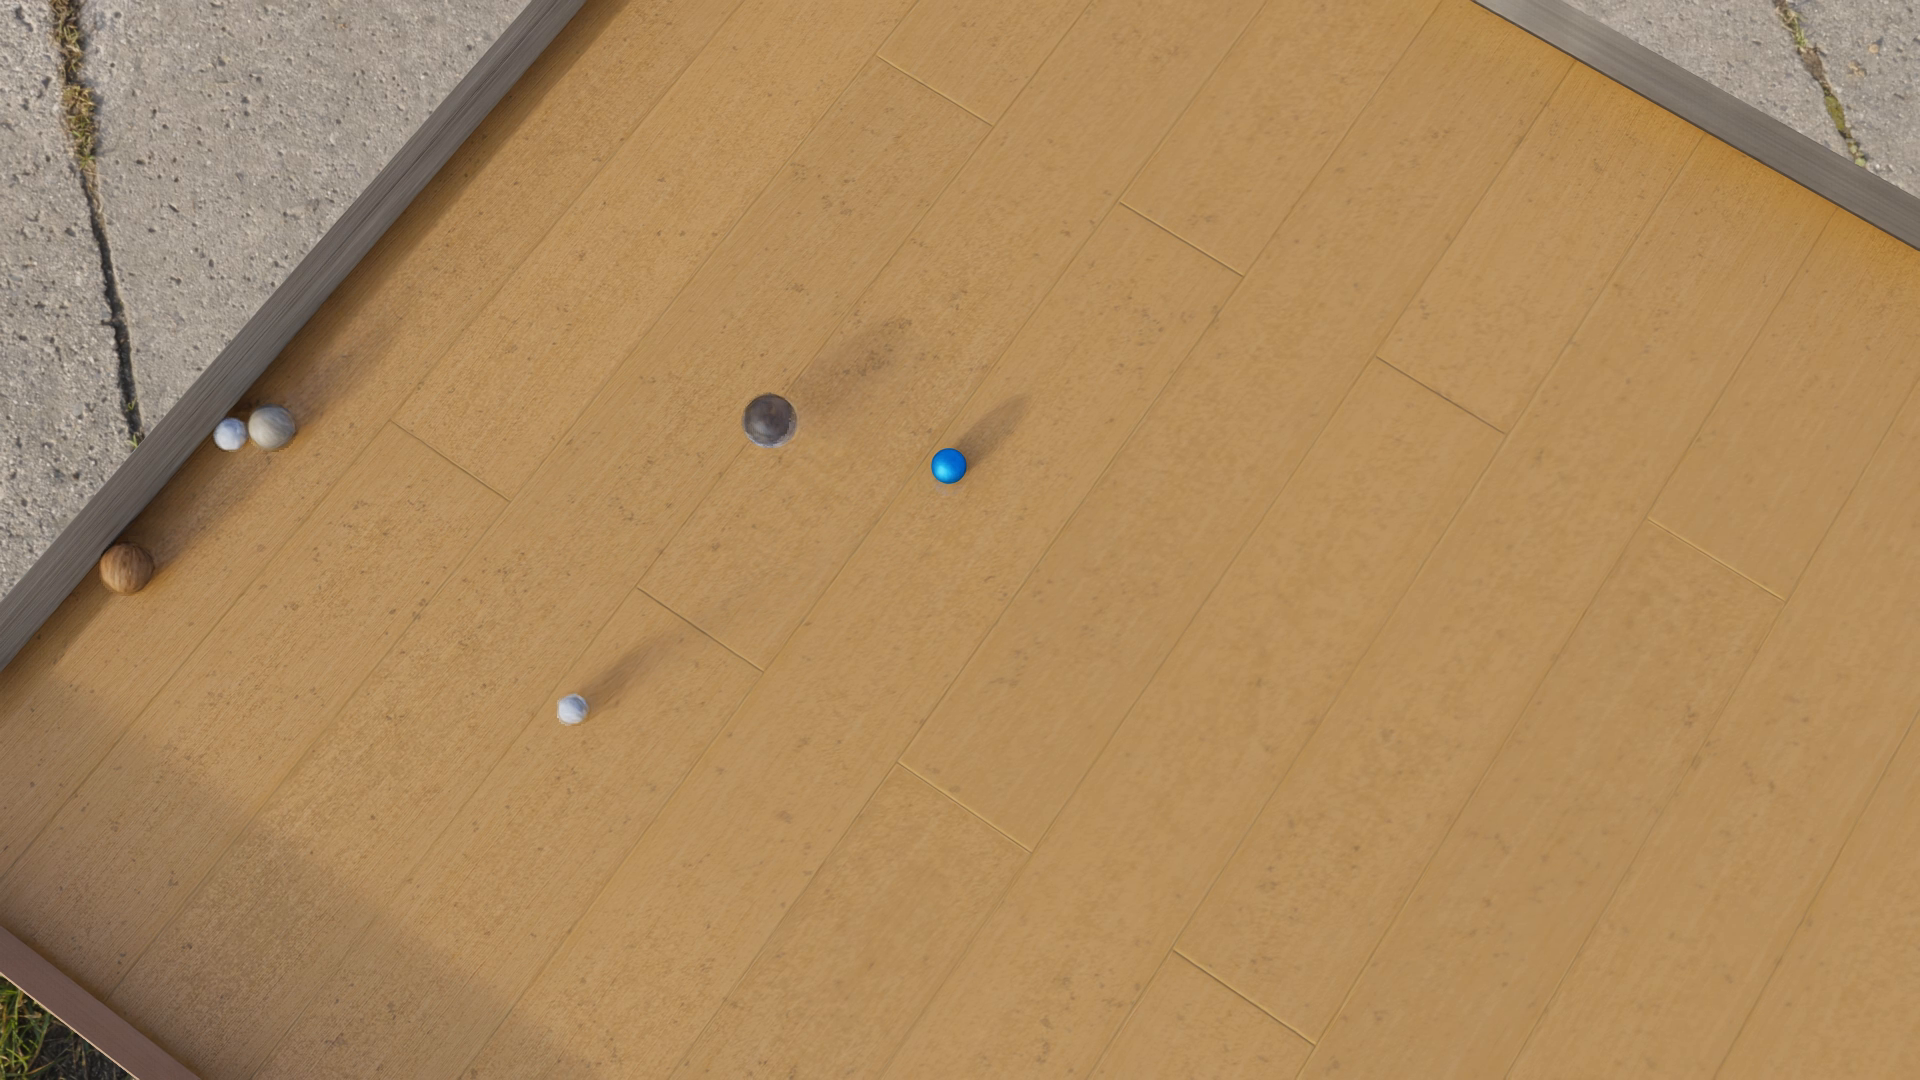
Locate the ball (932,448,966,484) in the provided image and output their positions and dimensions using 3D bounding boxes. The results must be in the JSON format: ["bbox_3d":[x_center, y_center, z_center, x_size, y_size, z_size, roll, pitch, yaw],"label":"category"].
[{"bbox_3d":[-0.018,-0.118,3.491,0.057,0.057,0.057,0,70,0],"label":"ball"}]

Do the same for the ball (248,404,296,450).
[{"bbox_3d":[-1.098,-0.181,3.506,0.073,0.073,0.073,0,70,0],"label":"ball"}]

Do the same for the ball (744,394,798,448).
[{"bbox_3d":[-0.302,-0.189,3.501,0.087,0.087,0.087,0,70,0],"label":"ball"}]

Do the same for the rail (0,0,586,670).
[{"bbox_3d":[-0.905,-0.594,3.634,0.045,0.113,2.684,33,73,11],"label":"rail"}]

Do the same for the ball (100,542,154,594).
[{"bbox_3d":[-1.296,0.043,3.421,0.079,0.079,0.079,0,70,0],"label":"ball"}]

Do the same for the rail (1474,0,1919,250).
[{"bbox_3d":[1.672,-0.430,3.574,4.490,0.113,0.045,33,73,11],"label":"rail"}]

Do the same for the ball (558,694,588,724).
[{"bbox_3d":[-0.591,0.258,3.360,0.046,0.046,0.046,0,70,0],"label":"ball"}]

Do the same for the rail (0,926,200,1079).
[{"bbox_3d":[0.176,1.610,2.831,4.490,0.113,0.045,33,73,11],"label":"rail"}]

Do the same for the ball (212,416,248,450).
[{"bbox_3d":[-1.165,-0.170,3.512,0.054,0.054,0.054,0,70,0],"label":"ball"}]
